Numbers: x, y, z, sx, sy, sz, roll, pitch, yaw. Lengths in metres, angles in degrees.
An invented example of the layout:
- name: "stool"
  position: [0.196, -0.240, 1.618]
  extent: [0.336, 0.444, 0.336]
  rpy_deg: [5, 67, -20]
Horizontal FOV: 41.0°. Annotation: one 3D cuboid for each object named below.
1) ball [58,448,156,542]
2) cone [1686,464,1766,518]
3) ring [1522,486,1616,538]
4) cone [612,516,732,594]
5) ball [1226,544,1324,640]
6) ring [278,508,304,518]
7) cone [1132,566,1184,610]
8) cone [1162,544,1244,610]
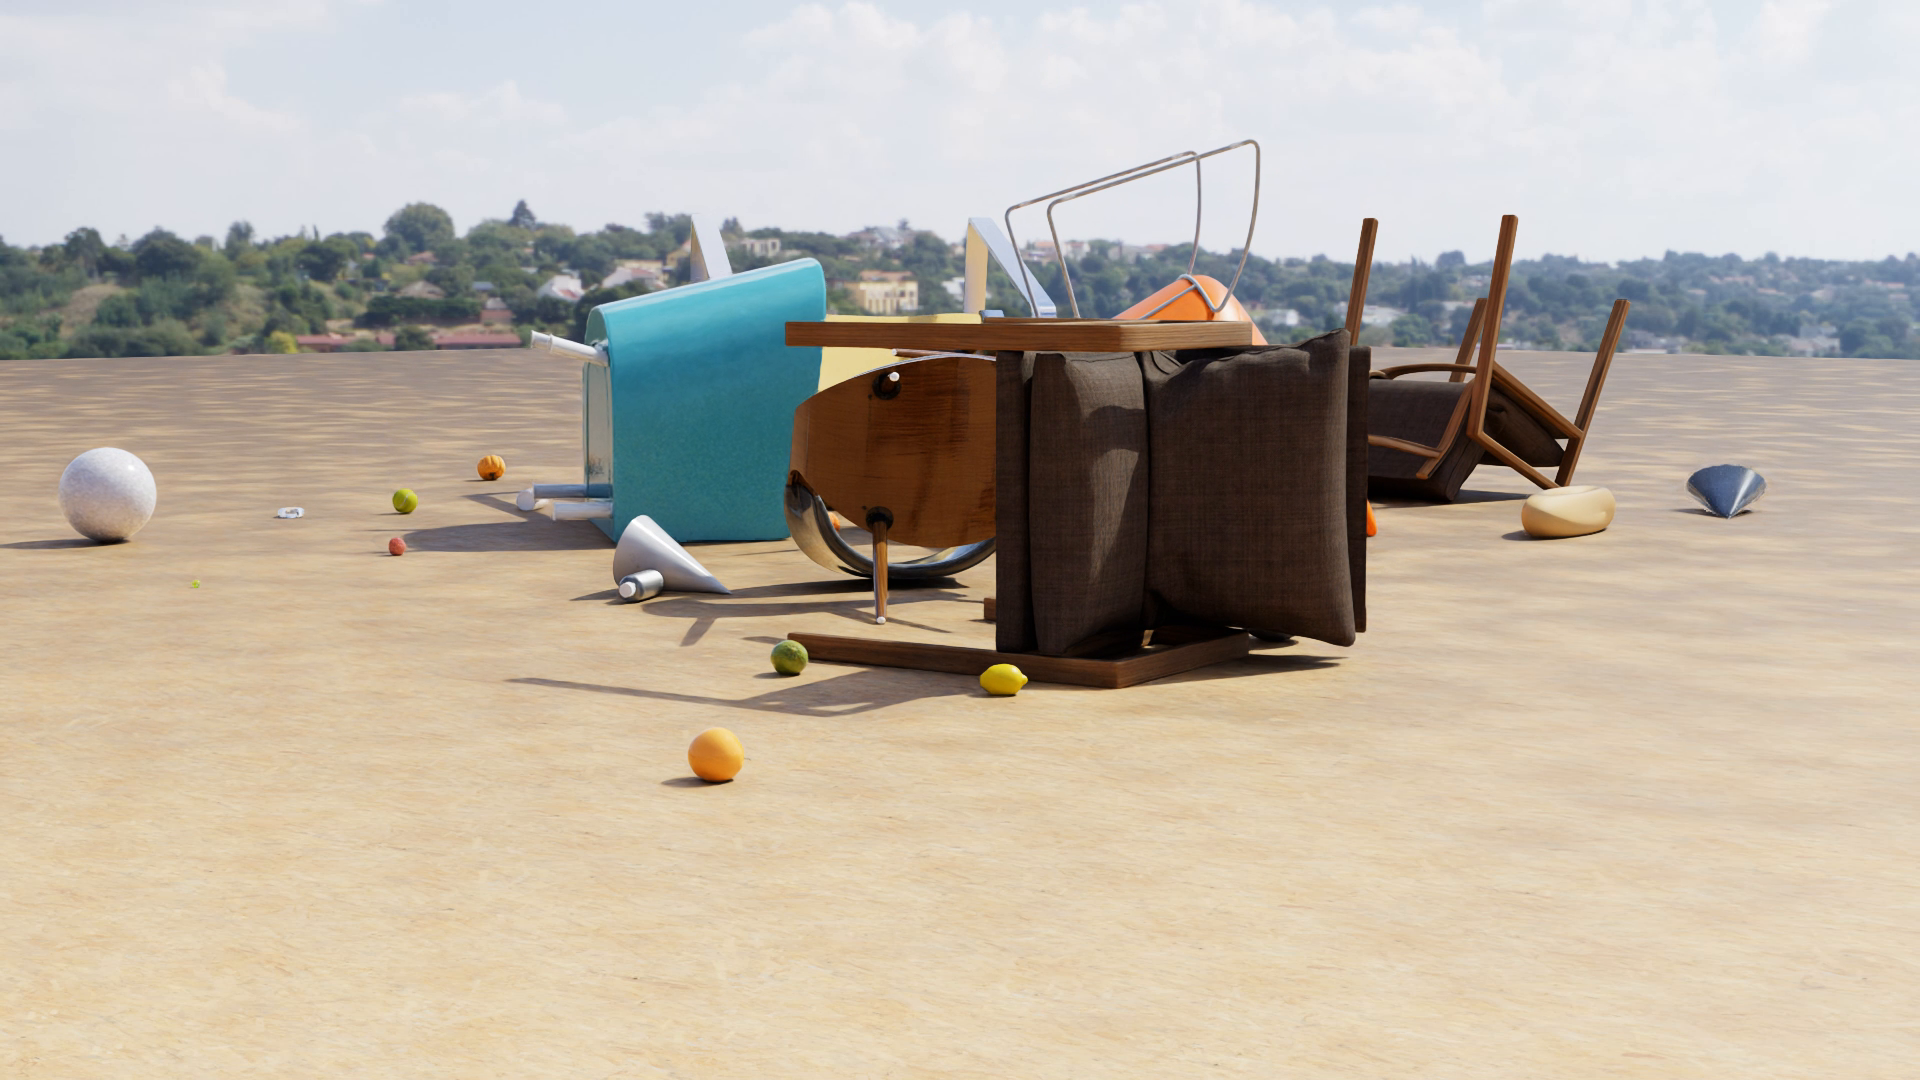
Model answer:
- name: "ball"
  position: [-2.115, -0.113, 6.363]
  extent: [0.234, 0.234, 0.234]
  rpy_deg: [0, 6, 0]
- name: "cone"
  position: [2.123, -0.103, 7.102]
  extent: [0.217, 0.129, 0.317]
  rpy_deg: [0, 17, 15]
- name: "ring"
  position: [1.571, -0.075, 6.615]
  extent: [0.184, 0.108, 0.483]
  rpy_deg: [1, 6, 33]
- name: "cone"
  position: [-0.575, 0.069, 5.340]
  extent: [0.234, 0.158, 0.238]
  rpy_deg: [22, -13, 12]
- name: "ball"
  position: [0.568, 0.095, 4.638]
  extent: [0.175, 0.175, 0.175]
  rpy_deg: [0, 6, 0]
- name: "ring"
  position: [-1.831, -0.075, 7.024]
  extent: [0.071, 0.024, 0.096]
  rpy_deg: [-3, 6, -14]
- name: "cone"
  position: [0.408, 0.114, 5.104]
  extent: [0.119, 0.107, 0.067]
  rpy_deg: [19, -21, 46]
- name: "cone"
  position: [0.492, 0.102, 5.101]
  extent: [0.188, 0.181, 0.094]
  rpy_deg: [3, 50, 5]
